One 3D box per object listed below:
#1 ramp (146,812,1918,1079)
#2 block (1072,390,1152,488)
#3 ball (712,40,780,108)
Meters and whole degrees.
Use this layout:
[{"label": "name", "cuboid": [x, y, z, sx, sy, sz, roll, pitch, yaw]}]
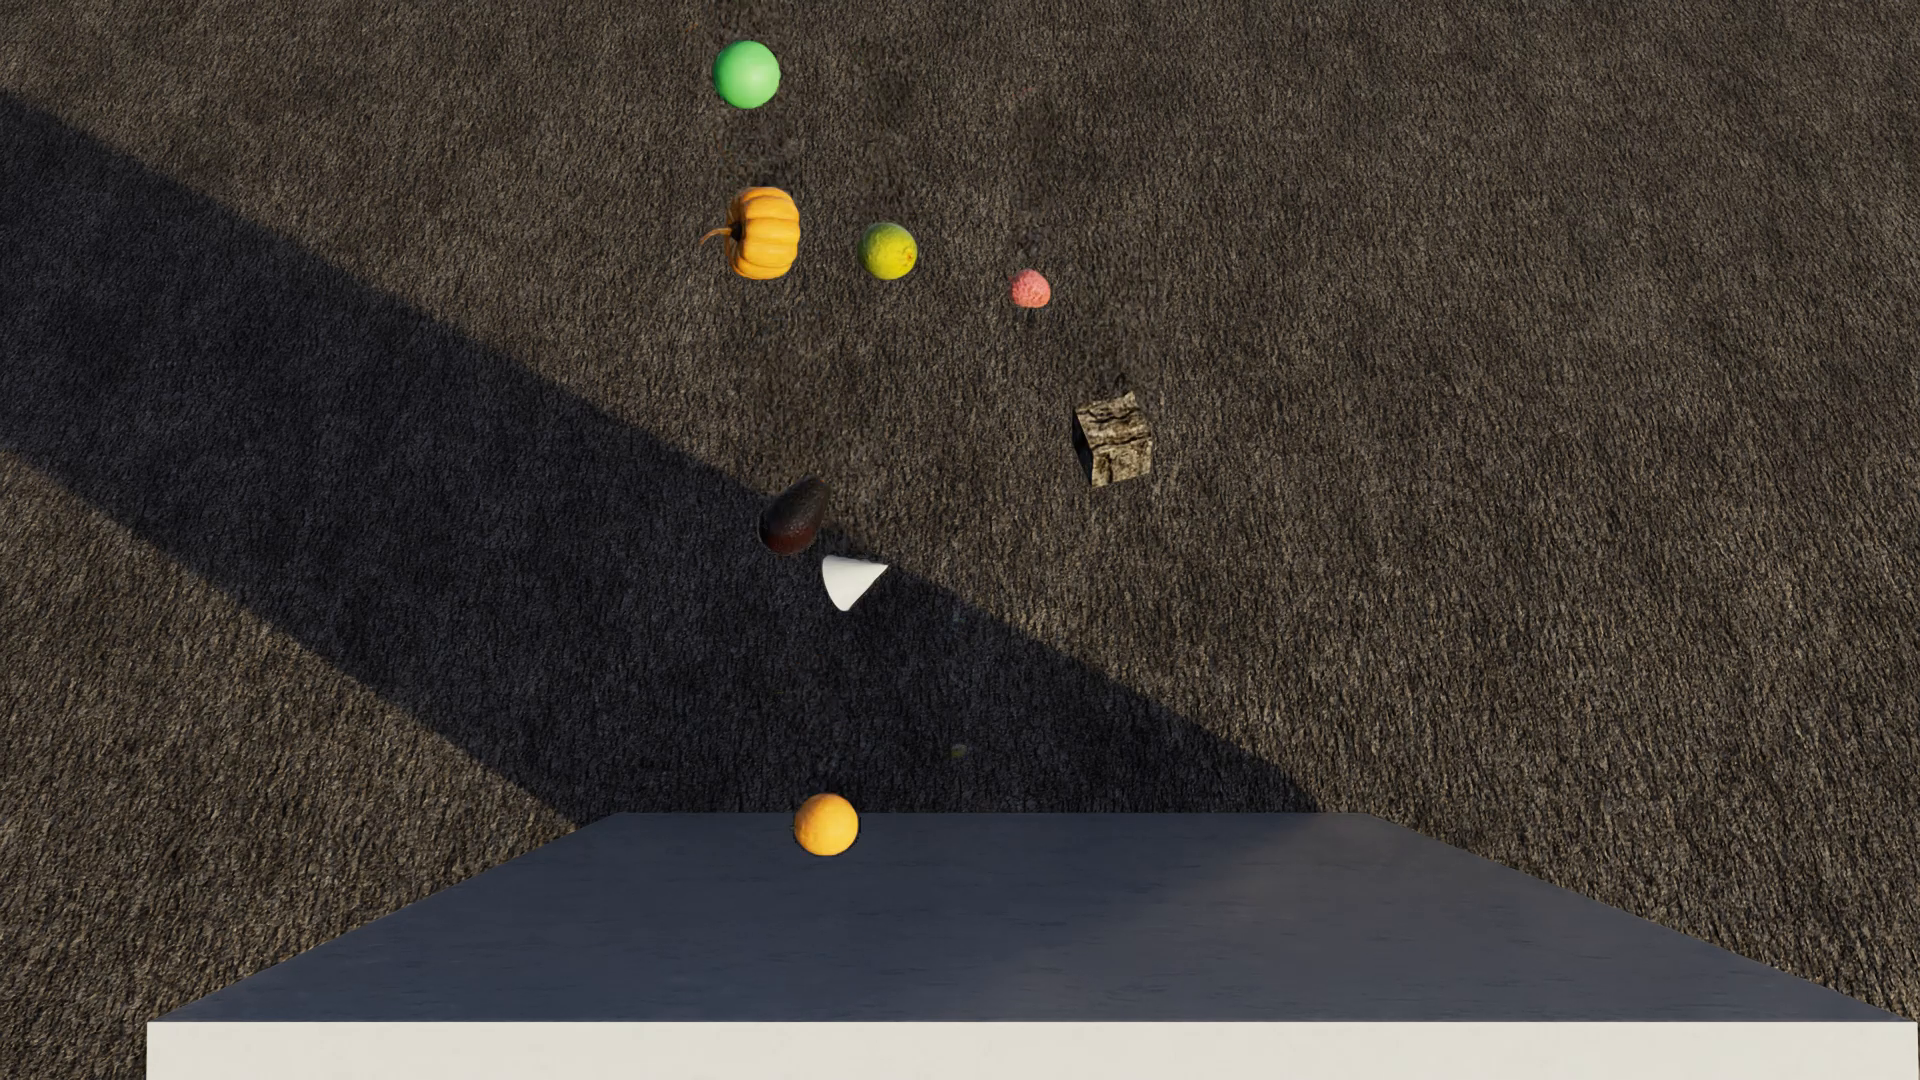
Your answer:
[{"label": "ramp", "cuboid": [0.082, 0.686, 4.936, 2.000, 0.100, 4.000, 0, -3, 0]}, {"label": "block", "cuboid": [0.157, -0.104, 2.693, 0.064, 0.064, 0.064, -16, 60, -8]}, {"label": "ball", "cuboid": [-0.221, -0.482, 2.694, 0.070, 0.070, 0.070, 0, 37, 0]}]
